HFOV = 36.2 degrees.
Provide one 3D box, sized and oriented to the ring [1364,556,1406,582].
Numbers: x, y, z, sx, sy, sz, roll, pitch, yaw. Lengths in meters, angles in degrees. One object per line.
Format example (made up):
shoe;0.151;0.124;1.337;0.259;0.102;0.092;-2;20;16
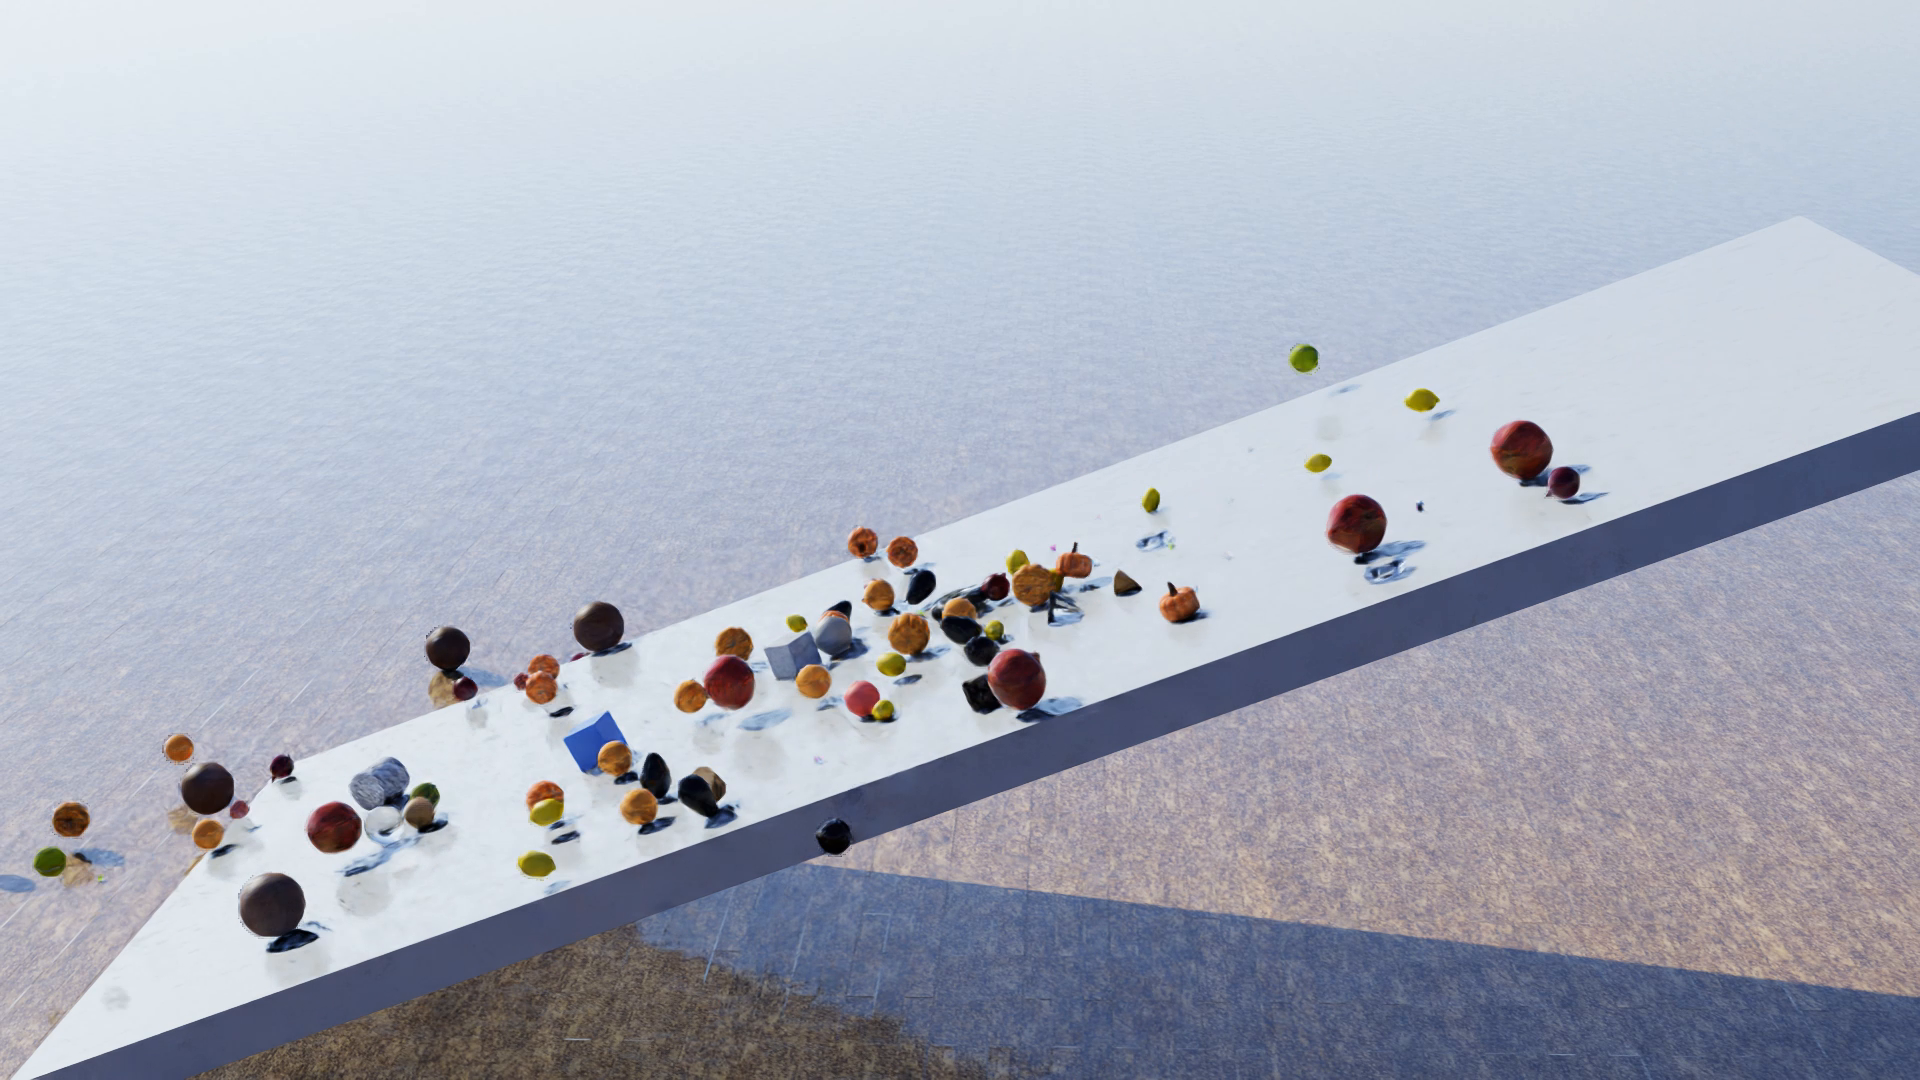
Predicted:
ring;0.776;0.053;5.369;0.083;0.028;0.083;-21;10;4

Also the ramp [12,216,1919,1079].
ramp;0.118;0.176;6.295;4.000;0.100;2.000;-20;12;7

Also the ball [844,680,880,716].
ball;-0.193;0.312;5.799;0.070;0.070;0.070;0;13;0

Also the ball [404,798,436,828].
ball;-1.155;0.583;6.285;0.067;0.067;0.067;0;13;0

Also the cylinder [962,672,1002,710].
cylinder;0.041;0.285;5.543;0.057;0.057;0.057;-23;17;-8

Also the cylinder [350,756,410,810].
cylinder;-1.309;0.549;6.638;0.094;0.094;0.094;6;23;24

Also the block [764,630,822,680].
block;-0.361;0.250;6.368;0.077;0.077;0.077;-10;16;44

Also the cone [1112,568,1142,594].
cone;0.344;0.090;5.973;0.054;0.054;0.054;11;16;16

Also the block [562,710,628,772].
block;-0.774;0.428;6.245;0.084;0.084;0.084;-26;9;20

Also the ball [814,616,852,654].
ball;-0.276;0.207;6.390;0.085;0.085;0.085;0;13;0

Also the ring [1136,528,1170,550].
ring;0.412;-0.001;6.264;0.080;0.027;0.080;-20;10;4

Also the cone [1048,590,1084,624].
cone;0.217;0.140;5.953;0.072;0.072;0.072;6;13;1

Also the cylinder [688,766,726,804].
cylinder;-0.478;0.464;5.571;0.053;0.053;0.053;7;-25;27

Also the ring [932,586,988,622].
ring;0.000;0.138;6.319;0.131;0.044;0.131;-22;12;5

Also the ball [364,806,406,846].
ball;-1.223;0.607;6.249;0.086;0.086;0.086;0;13;0
